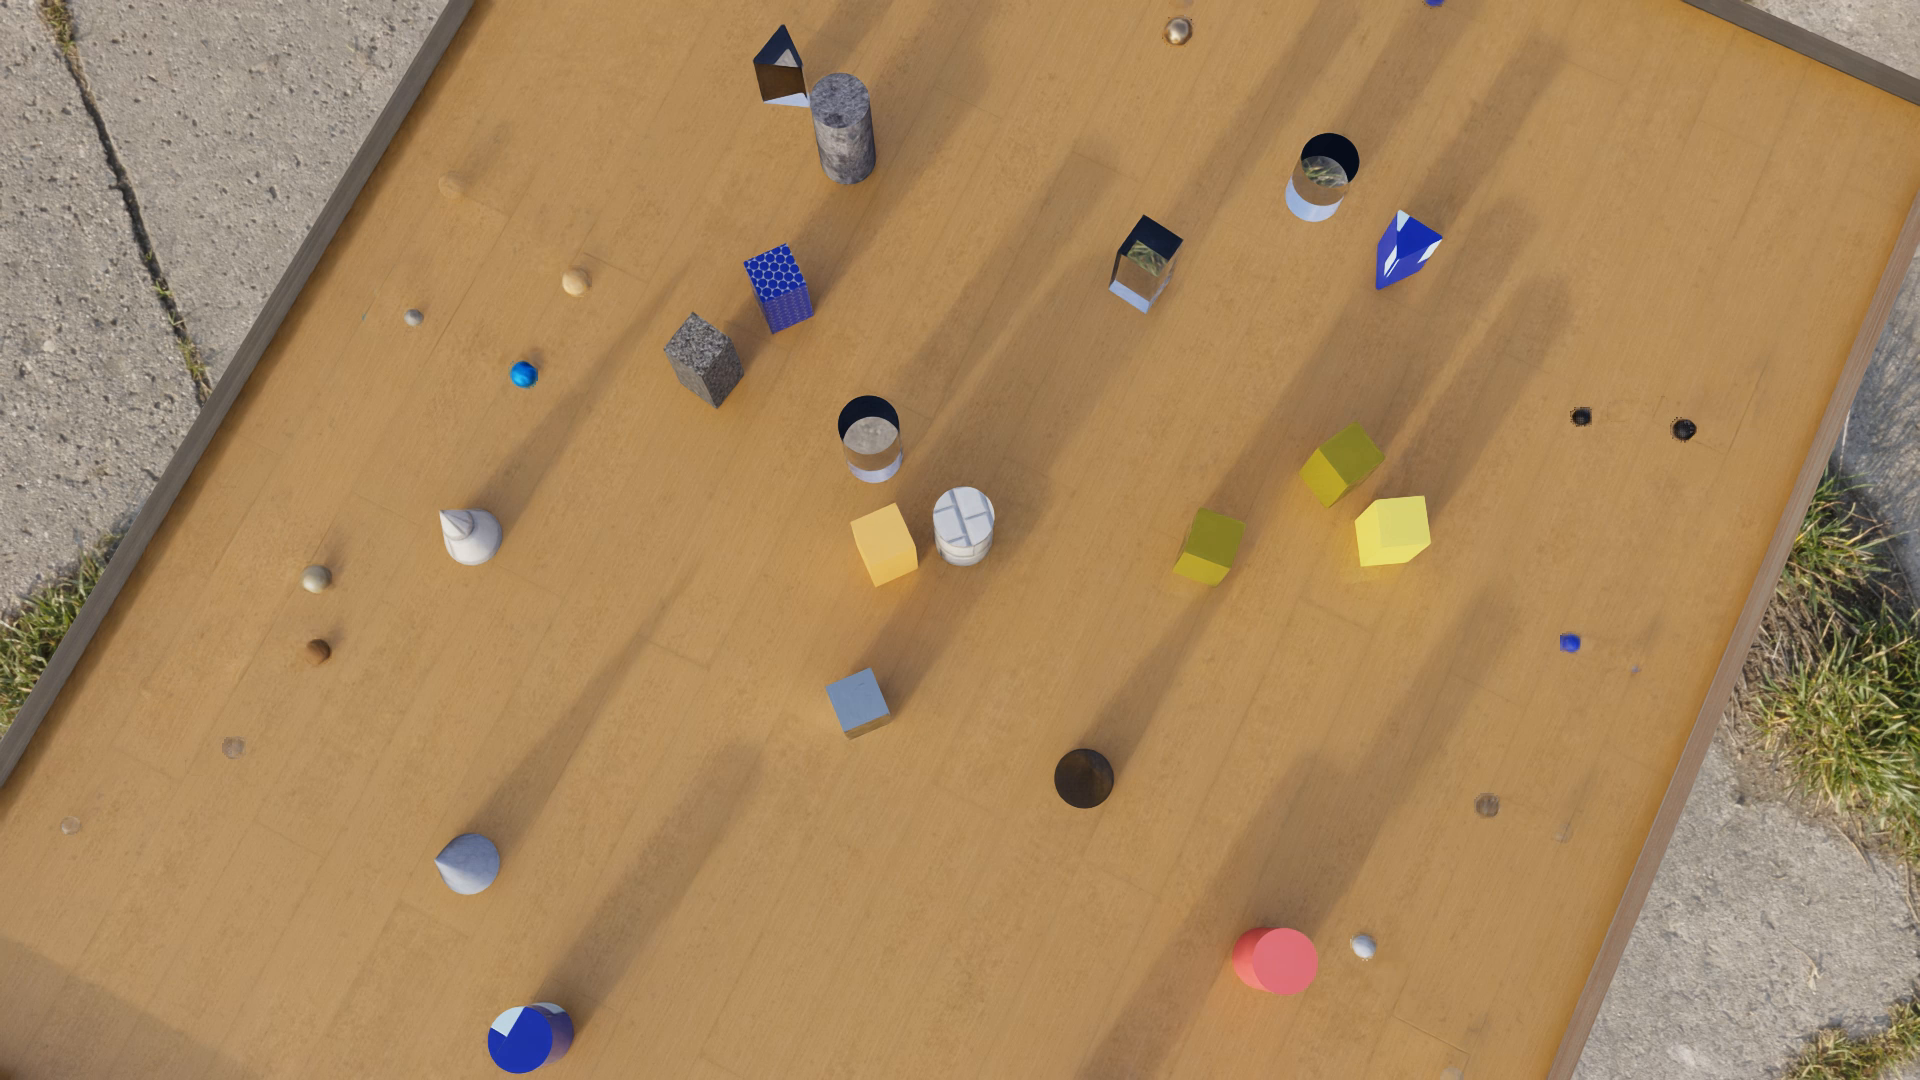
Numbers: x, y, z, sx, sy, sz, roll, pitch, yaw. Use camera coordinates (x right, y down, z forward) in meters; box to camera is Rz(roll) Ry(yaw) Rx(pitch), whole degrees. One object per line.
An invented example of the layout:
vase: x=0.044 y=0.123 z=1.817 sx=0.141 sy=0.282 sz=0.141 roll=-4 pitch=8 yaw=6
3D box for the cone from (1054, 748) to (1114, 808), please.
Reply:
cone: x=0.370 y=0.676 z=5.298 sx=0.178 sy=0.350 sz=0.178 roll=0 pitch=78 yaw=0

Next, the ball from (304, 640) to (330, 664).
ball: x=-1.933 y=0.338 z=5.508 sx=0.076 sy=0.076 sz=0.076 roll=0 pitch=78 yaw=0

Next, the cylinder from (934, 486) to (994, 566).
cylinder: x=0.011 y=-0.037 z=5.466 sx=0.178 sy=0.309 sz=0.178 roll=0 pitch=78 yaw=0

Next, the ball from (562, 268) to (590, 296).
ball: x=-1.204 y=-0.809 z=5.739 sx=0.087 sy=0.087 sz=0.087 roll=0 pitch=78 yaw=0

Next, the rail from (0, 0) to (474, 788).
rail: x=-1.987 y=-0.967 z=5.756 sx=0.045 sy=0.116 sz=5.369 roll=26 pitch=80 yaw=5

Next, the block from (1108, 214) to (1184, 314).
block: x=0.567 y=-0.842 z=5.618 sx=0.143 sy=0.337 sz=0.143 roll=34 pitch=80 yaw=7

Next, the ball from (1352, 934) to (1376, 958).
ball: x=1.178 y=1.184 z=5.337 sx=0.068 sy=0.068 sz=0.068 roll=0 pitch=78 yaw=0

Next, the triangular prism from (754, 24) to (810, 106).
triangular prism: x=-0.553 y=-1.499 z=5.783 sx=0.154 sy=0.281 sz=0.134 roll=6 pitch=78 yaw=1

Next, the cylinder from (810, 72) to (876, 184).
cylinder: x=-0.358 y=-1.265 z=5.660 sx=0.178 sy=0.425 sz=0.178 roll=0 pitch=78 yaw=0

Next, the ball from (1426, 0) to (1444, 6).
ball: x=1.542 y=-1.767 z=5.946 sx=0.069 sy=0.069 sz=0.069 roll=0 pitch=78 yaw=0

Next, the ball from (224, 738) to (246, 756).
ball: x=-2.160 y=0.618 z=5.460 sx=0.057 sy=0.057 sz=0.057 roll=0 pitch=78 yaw=0

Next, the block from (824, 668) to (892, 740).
block: x=-0.295 y=0.484 z=5.385 sx=0.143 sy=0.256 sz=0.143 roll=-23 pitch=79 yaw=-5

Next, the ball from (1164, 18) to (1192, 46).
ball: x=0.704 y=-1.639 z=5.909 sx=0.089 sy=0.089 sz=0.089 roll=0 pitch=78 yaw=0

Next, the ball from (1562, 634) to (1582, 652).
ball: x=1.843 y=0.311 z=5.523 sx=0.056 sy=0.056 sz=0.056 roll=0 pitch=78 yaw=0

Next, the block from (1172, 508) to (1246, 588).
block: x=0.738 y=0.025 z=5.453 sx=0.143 sy=0.309 sz=0.143 roll=20 pitch=79 yaw=4

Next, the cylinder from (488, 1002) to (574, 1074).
cylinder: x=-1.210 y=1.405 z=5.181 sx=0.178 sy=0.283 sz=0.178 roll=0 pitch=78 yaw=0

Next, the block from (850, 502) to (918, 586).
block: x=-0.222 y=0.018 z=5.441 sx=0.143 sy=0.336 sz=0.143 roll=-24 pitch=79 yaw=-5

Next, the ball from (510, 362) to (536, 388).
ball: x=-1.355 y=-0.514 z=5.682 sx=0.079 sy=0.079 sz=0.079 roll=0 pitch=78 yaw=0

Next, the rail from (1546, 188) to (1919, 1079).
rail: x=1.987 y=0.979 z=5.354 sx=0.045 sy=0.116 sz=5.369 roll=26 pitch=80 yaw=5

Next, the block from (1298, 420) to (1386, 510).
block: x=1.144 y=-0.222 z=5.502 sx=0.143 sy=0.314 sz=0.143 roll=-35 pitch=80 yaw=-7

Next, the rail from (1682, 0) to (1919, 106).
rail: x=1.190 y=-2.324 z=6.036 sx=4.490 sy=0.116 sz=0.045 roll=26 pitch=80 yaw=5

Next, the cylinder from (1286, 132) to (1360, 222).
cylinder: x=1.126 y=-1.127 z=5.708 sx=0.178 sy=0.277 sz=0.178 roll=0 pitch=78 yaw=0

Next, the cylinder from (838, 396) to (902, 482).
cylinder: x=-0.266 y=-0.299 z=5.496 sx=0.178 sy=0.356 sz=0.178 roll=0 pitch=78 yaw=0

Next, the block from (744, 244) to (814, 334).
block: x=-0.554 y=-0.768 z=5.624 sx=0.143 sy=0.296 sz=0.143 roll=-25 pitch=79 yaw=-5

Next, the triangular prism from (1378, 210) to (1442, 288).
triangular prism: x=1.356 y=-0.909 z=5.663 sx=0.154 sy=0.275 sz=0.134 roll=-25 pitch=79 yaw=-5

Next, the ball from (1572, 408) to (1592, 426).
ball: x=1.922 y=-0.379 z=5.666 sx=0.055 sy=0.055 sz=0.055 roll=0 pitch=78 yaw=0

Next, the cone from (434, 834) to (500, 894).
cone: x=-1.451 y=0.920 z=5.236 sx=0.178 sy=0.372 sz=0.178 roll=0 pitch=78 yaw=0

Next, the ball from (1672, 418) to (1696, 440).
ball: x=2.234 y=-0.340 z=5.652 sx=0.067 sy=0.067 sz=0.067 roll=0 pitch=78 yaw=0

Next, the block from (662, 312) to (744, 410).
block: x=-0.771 y=-0.539 z=5.546 sx=0.143 sy=0.355 sz=0.143 roll=36 pitch=81 yaw=7

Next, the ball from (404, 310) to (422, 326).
ball: x=-1.710 y=-0.695 z=5.732 sx=0.054 sy=0.054 sz=0.054 roll=0 pitch=78 yaw=0

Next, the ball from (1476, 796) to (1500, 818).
ball: x=1.561 y=0.789 z=5.419 sx=0.067 sy=0.067 sz=0.067 roll=0 pitch=78 yaw=0

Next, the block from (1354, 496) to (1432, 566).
block: x=1.290 y=-0.024 z=5.474 sx=0.143 sy=0.289 sz=0.143 roll=-5 pitch=78 yaw=-1

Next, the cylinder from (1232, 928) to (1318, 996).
cylinder: x=0.886 y=1.187 z=5.178 sx=0.178 sy=0.377 sz=0.178 roll=0 pitch=78 yaw=0

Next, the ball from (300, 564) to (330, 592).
ball: x=-1.950 y=0.117 z=5.548 sx=0.087 sy=0.087 sz=0.087 roll=0 pitch=78 yaw=0

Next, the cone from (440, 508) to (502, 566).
cone: x=-1.492 y=-0.048 z=5.433 sx=0.178 sy=0.379 sz=0.178 roll=0 pitch=78 yaw=0
